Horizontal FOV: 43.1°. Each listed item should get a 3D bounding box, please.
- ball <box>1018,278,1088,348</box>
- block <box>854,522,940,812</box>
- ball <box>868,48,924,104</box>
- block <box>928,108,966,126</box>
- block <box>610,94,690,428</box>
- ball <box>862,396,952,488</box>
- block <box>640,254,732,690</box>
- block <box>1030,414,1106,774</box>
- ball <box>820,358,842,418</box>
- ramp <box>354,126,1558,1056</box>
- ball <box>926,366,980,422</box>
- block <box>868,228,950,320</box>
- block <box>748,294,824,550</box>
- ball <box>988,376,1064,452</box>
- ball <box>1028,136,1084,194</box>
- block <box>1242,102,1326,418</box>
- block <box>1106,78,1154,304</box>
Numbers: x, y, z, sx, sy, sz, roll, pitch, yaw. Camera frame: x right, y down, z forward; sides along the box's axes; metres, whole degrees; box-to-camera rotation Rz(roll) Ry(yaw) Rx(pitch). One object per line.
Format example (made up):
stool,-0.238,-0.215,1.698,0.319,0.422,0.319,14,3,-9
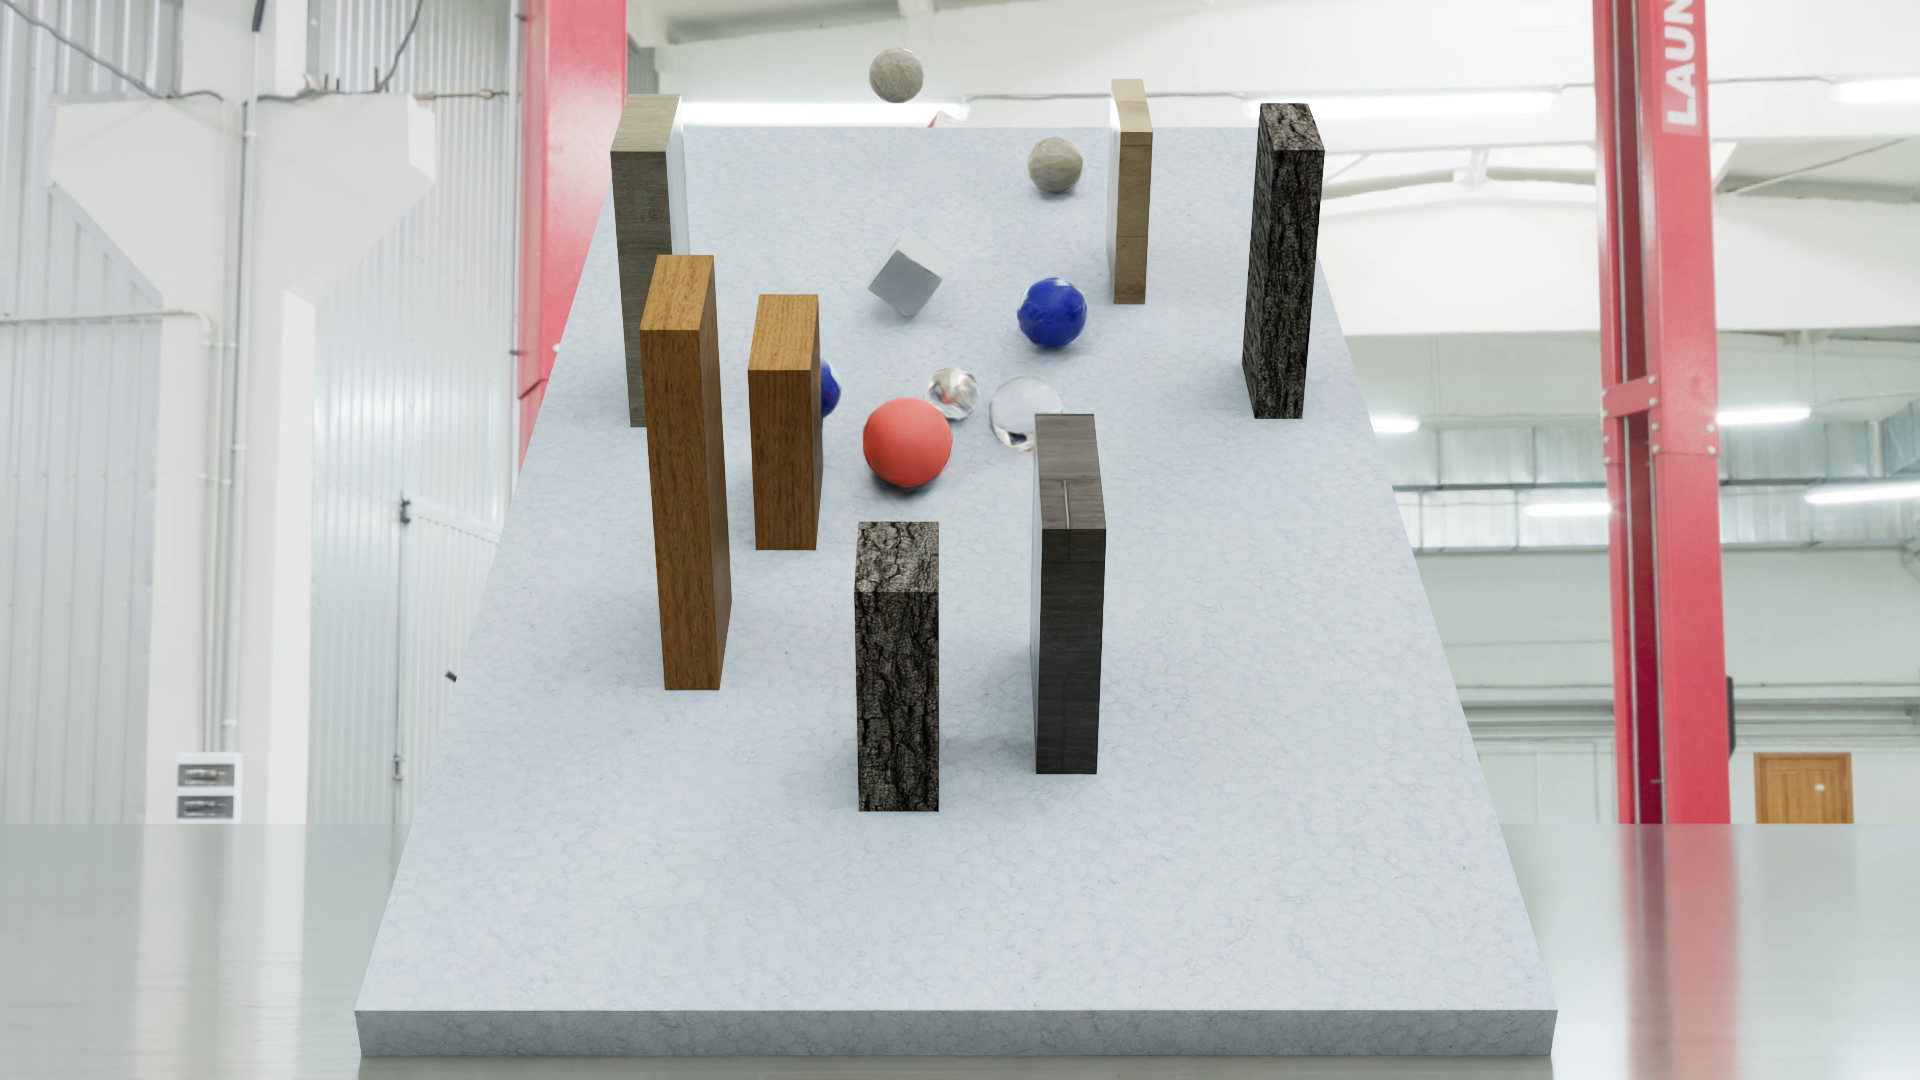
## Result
ball,0.233,-0.572,6.128,0.177,0.177,0.177,0,-7,0
block,-0.113,0.234,4.480,0.148,0.481,0.243,0,31,0
ball,-0.186,-1.361,7.115,0.164,0.164,0.164,0,-7,0
block,-0.046,-1.211,7.621,0.172,0.172,0.172,31,29,-11
block,-0.722,-0.661,5.761,0.125,0.699,0.361,0,31,0
ball,-0.120,-0.223,5.514,0.205,0.205,0.205,0,-7,0
block,-0.533,-0.127,4.776,0.108,0.795,0.332,0,31,0
block,0.202,0.100,4.650,0.115,0.540,0.439,0,31,0
ball,-0.349,-0.350,5.603,0.154,0.154,0.154,0,-7,0
ramp,-0.014,-0.202,5.777,2.000,0.100,4.000,0,31,0
ball,-0.018,-0.348,5.797,0.130,0.130,0.130,0,-7,0
block,-0.131,-0.690,6.275,0.142,0.142,0.142,33,30,-11
block,-0.380,-0.262,5.348,0.131,0.440,0.372,0,31,0
ball,0.153,-0.295,5.665,0.176,0.176,0.176,0,-7,0
ball,0.274,-1.081,6.994,0.161,0.161,0.161,0,-7,0
block,0.765,-0.662,5.785,0.115,0.686,0.298,0,31,0
block,0.445,-0.923,6.422,0.082,0.480,0.385,0,31,0
